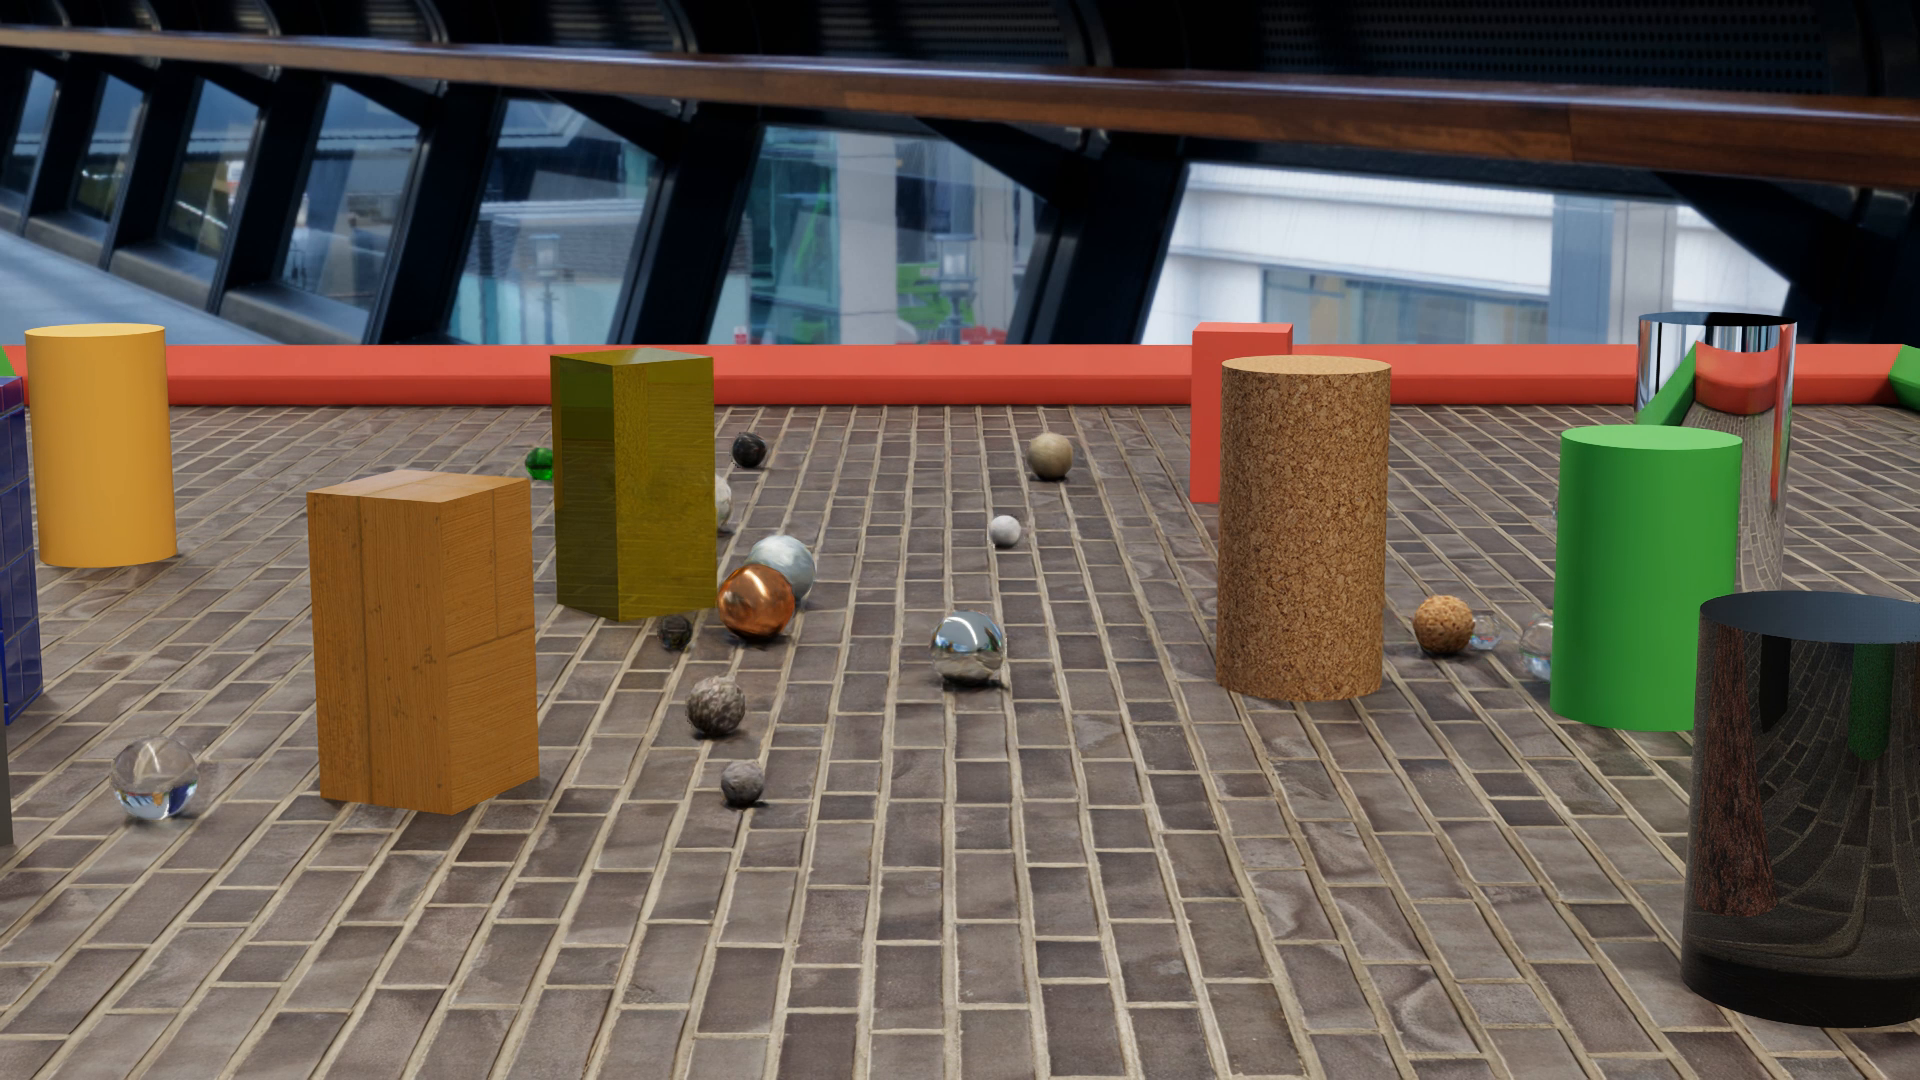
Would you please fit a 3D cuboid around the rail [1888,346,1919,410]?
[{"bbox_3d":[2.036,0.031,3.460,0.045,0.128,4.302,0,10,0],"label":"rail"}]

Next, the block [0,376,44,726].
[{"bbox_3d":[-1.149,0.011,2.901,0.157,0.373,0.157,-1,11,-6],"label":"block"}]

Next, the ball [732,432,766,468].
[{"bbox_3d":[-0.386,-0.164,4.694,0.064,0.064,0.064,0,10,0],"label":"ball"}]

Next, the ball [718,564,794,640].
[{"bbox_3d":[-0.261,0.080,3.281,0.098,0.098,0.098,0,10,0],"label":"ball"}]

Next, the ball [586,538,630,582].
[{"bbox_3d":[-0.501,0.029,3.654,0.062,0.062,0.062,0,10,0],"label":"ball"}]

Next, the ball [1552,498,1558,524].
[{"bbox_3d":[0.970,-0.046,4.036,0.072,0.072,0.072,0,10,0],"label":"ball"}]

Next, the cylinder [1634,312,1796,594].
[{"bbox_3d":[0.975,-0.086,3.341,0.197,0.404,0.197,0,10,0],"label":"cylinder"}]

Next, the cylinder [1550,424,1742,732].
[{"bbox_3d":[0.776,0.039,2.907,0.197,0.315,0.197,0,10,0],"label":"cylinder"}]

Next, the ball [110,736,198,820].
[{"bbox_3d":[-0.786,0.232,2.506,0.082,0.082,0.082,0,10,0],"label":"ball"}]

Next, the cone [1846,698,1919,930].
[{"bbox_3d":[0.884,0.144,2.229,0.197,0.355,0.197,0,10,0],"label":"cone"}]

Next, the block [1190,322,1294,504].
[{"bbox_3d":[0.479,-0.217,4.361,0.157,0.290,0.157,2,11,10],"label":"block"}]

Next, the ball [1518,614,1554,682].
[{"bbox_3d":[0.707,0.129,3.055,0.080,0.080,0.080,0,10,0],"label":"ball"}]

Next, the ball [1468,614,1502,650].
[{"bbox_3d":[0.659,0.117,3.230,0.045,0.045,0.045,0,10,0],"label":"ball"}]

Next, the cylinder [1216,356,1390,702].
[{"bbox_3d":[0.405,-0.018,3.036,0.197,0.381,0.197,0,10,0],"label":"cylinder"}]

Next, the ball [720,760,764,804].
[{"bbox_3d":[-0.217,0.242,2.557,0.044,0.044,0.044,0,10,0],"label":"ball"}]

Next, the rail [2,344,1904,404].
[{"bbox_3d":[-0.012,-0.355,5.541,4.119,0.128,0.045,0,10,0],"label":"rail"}]

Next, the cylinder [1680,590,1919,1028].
[{"bbox_3d":[0.680,0.208,2.034,0.197,0.302,0.197,0,10,0],"label":"cylinder"}]

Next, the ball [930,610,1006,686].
[{"bbox_3d":[0.009,0.128,3.046,0.090,0.090,0.090,0,10,0],"label":"ball"}]

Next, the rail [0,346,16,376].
[{"bbox_3d":[-2.036,0.035,3.437,0.045,0.128,4.302,0,10,0],"label":"rail"}]

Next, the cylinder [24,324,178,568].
[{"bbox_3d":[-1.280,-0.144,3.829,0.197,0.339,0.197,0,10,0],"label":"cylinder"}]

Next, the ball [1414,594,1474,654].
[{"bbox_3d":[0.605,0.106,3.207,0.075,0.075,0.075,0,10,0],"label":"ball"}]

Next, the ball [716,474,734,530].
[{"bbox_3d":[-0.405,-0.059,4.034,0.098,0.098,0.098,0,10,0],"label":"ball"}]

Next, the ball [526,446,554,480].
[{"bbox_3d":[-0.742,-0.136,4.557,0.059,0.059,0.059,0,10,0],"label":"ball"}]

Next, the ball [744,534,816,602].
[{"bbox_3d":[-0.246,0.041,3.495,0.097,0.097,0.097,0,10,0],"label":"ball"}]

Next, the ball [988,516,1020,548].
[{"bbox_3d":[0.068,-0.013,3.917,0.050,0.050,0.050,0,10,0],"label":"ball"}]

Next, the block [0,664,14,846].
[{"bbox_3d":[-1.007,0.099,2.381,0.157,0.388,0.157,8,13,36],"label":"block"}]

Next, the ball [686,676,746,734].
[{"bbox_3d":[-0.268,0.182,2.823,0.064,0.064,0.064,0,10,0],"label":"ball"}]

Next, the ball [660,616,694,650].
[{"bbox_3d":[-0.358,0.116,3.238,0.043,0.043,0.043,0,10,0],"label":"ball"}]

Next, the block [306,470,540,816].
[{"bbox_3d":[-0.540,0.099,2.595,0.157,0.312,0.157,4,11,23],"label":"block"}]

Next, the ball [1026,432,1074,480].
[{"bbox_3d":[0.161,-0.149,4.559,0.084,0.084,0.084,0,10,0],"label":"ball"}]

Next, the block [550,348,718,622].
[{"bbox_3d":[-0.441,-0.079,3.474,0.157,0.341,0.157,-9,14,-39],"label":"block"}]
